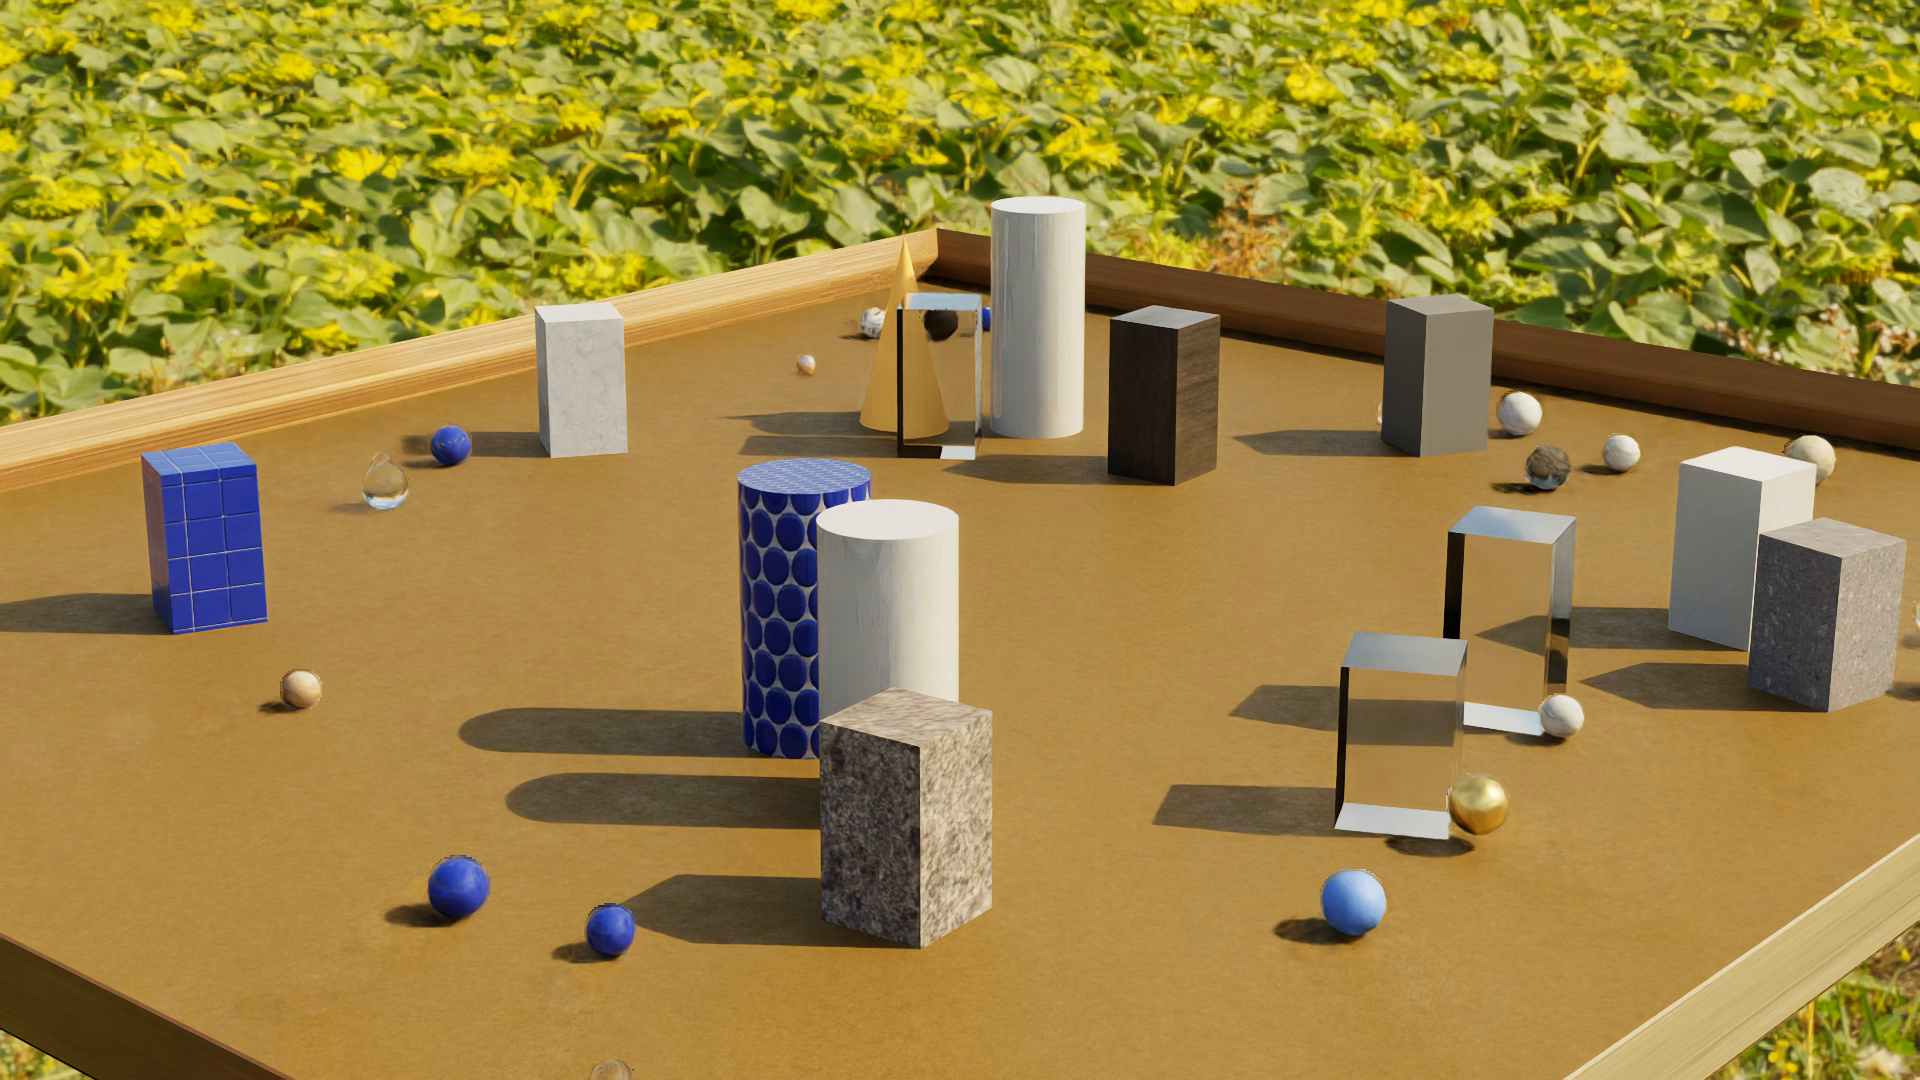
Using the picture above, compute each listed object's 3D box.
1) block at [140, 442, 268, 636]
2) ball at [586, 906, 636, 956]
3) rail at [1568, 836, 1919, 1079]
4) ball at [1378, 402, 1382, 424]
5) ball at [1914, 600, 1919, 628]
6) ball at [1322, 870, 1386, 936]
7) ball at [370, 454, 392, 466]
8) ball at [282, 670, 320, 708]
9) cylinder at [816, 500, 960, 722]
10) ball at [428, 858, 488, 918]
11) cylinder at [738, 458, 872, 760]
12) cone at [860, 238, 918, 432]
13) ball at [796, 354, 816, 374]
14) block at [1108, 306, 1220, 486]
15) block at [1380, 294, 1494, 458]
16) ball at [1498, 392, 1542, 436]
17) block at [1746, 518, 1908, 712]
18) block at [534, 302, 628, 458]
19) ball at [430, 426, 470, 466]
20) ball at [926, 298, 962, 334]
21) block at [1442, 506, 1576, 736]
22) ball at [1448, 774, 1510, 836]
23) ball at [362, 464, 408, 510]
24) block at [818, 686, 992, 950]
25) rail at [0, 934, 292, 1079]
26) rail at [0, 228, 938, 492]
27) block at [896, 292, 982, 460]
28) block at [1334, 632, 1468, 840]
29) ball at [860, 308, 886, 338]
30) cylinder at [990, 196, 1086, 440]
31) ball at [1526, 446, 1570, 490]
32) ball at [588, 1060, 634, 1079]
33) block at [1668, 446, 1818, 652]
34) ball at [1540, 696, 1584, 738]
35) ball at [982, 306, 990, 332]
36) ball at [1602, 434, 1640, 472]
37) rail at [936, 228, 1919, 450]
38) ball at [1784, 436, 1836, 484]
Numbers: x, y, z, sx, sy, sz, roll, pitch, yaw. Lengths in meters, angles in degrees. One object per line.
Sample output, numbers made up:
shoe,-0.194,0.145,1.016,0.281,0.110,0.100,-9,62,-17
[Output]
block,-1.285,-0.004,4.986,0.159,0.278,0.159,-8,19,-26
ball,-0.441,0.494,3.705,0.063,0.063,0.063,0,17,0
rail,1.381,0.378,3.972,0.045,0.129,4.076,14,22,39
ball,0.924,-0.270,6.211,0.080,0.080,0.080,0,17,0
ball,1.640,0.123,4.883,0.094,0.094,0.094,0,17,0
ball,0.505,0.466,3.765,0.083,0.083,0.083,0,17,0
ball,-1.162,-0.153,5.889,0.042,0.042,0.042,0,17,0
ball,-1.028,0.234,4.576,0.059,0.059,0.059,0,17,0
cylinder,-0.101,0.175,4.134,0.199,0.426,0.199,0,17,0
ball,-0.653,0.453,3.814,0.079,0.079,0.079,0,17,0
cylinder,-0.231,0.102,4.405,0.199,0.411,0.199,0,17,0
cone,-0.117,-0.450,6.251,0.199,0.403,0.199,0,17,0
ball,-0.351,-0.401,6.711,0.044,0.044,0.044,0,17,0
block,0.408,-0.291,5.869,0.159,0.318,0.159,12,20,34
block,0.988,-0.342,6.073,0.159,0.298,0.159,-7,18,-21
ball,1.179,-0.266,6.178,0.091,0.091,0.091,0,17,0
block,1.368,0.116,4.632,0.159,0.252,0.159,-12,20,-34
block,-0.784,-0.332,6.066,0.159,0.284,0.159,-5,17,-15
ball,-1.034,-0.193,5.953,0.081,0.081,0.081,0,17,0
ball,-0.040,-0.542,7.107,0.085,0.085,0.085,0,17,0
block,0.845,0.122,4.521,0.159,0.305,0.159,8,18,24
ball,0.713,0.364,4.031,0.083,0.083,0.083,0,17,0
ball,-1.106,-0.102,5.638,0.090,0.090,0.090,0,17,0
block,-0.069,0.357,3.793,0.159,0.275,0.159,11,20,33
rail,-1.321,0.471,3.663,3.704,0.129,0.045,14,22,39
rail,-1.381,-0.313,6.268,0.045,0.129,4.076,14,22,39
block,-0.041,-0.339,6.039,0.159,0.311,0.159,2,17,5
block,0.622,0.273,4.130,0.159,0.241,0.159,4,17,14
ball,-0.205,-0.523,7.066,0.072,0.072,0.072,0,17,0
cylinder,0.163,-0.470,6.184,0.199,0.479,0.199,0,17,0
ball,1.158,-0.143,5.777,0.088,0.088,0.088,0,17,0
ball,-0.396,0.615,3.326,0.051,0.051,0.051,0,17,0
block,1.308,0.013,4.907,0.159,0.292,0.159,-14,22,-40
ball,0.911,0.268,4.437,0.065,0.065,0.065,0,17,0
ball,0.068,-0.538,7.136,0.060,0.060,0.060,0,17,0
ball,1.333,-0.175,5.908,0.073,0.073,0.073,0,17,0
rail,1.321,-0.406,6.576,3.704,0.129,0.045,14,22,39
ball,1.684,-0.159,5.812,0.098,0.098,0.098,0,17,0
